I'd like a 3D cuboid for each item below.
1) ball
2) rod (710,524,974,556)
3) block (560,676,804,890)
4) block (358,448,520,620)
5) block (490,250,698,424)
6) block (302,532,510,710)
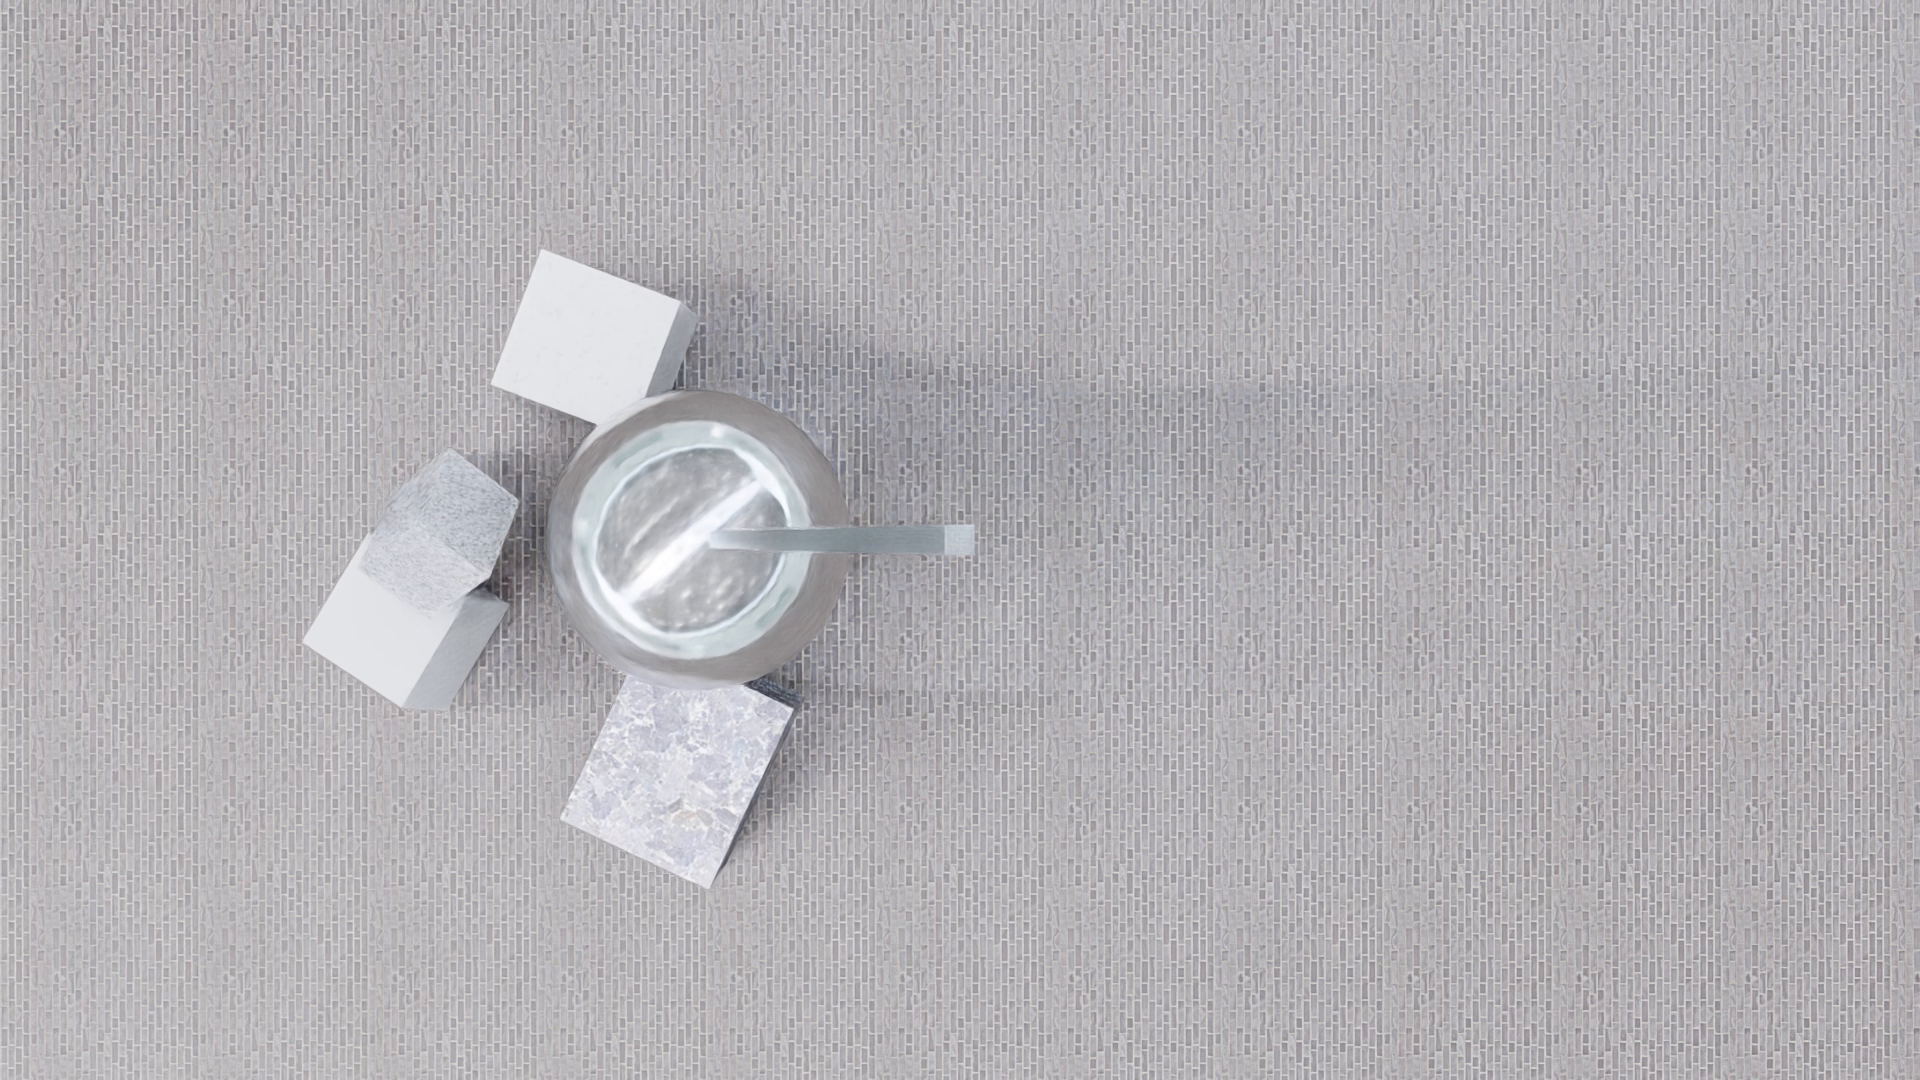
[{"bbox_3d":[-1.379,0.000,11.628,1.600,1.600,1.600,0,90,0],"label":"ball"},{"bbox_3d":[-0.597,0.000,8.319,0.080,5.200,0.080,0,90,-13],"label":"rod"},{"bbox_3d":[-1.559,1.233,12.551,0.907,0.897,1.098,25,90,0],"label":"block"},{"bbox_3d":[-2.842,-0.031,12.015,0.553,0.605,0.490,-31,122,33],"label":"block"},{"bbox_3d":[-2.067,-1.089,12.570,0.820,0.860,0.799,21,90,0],"label":"block"},{"bbox_3d":[-3.169,0.477,12.621,0.707,0.632,0.719,31,90,11],"label":"block"}]
